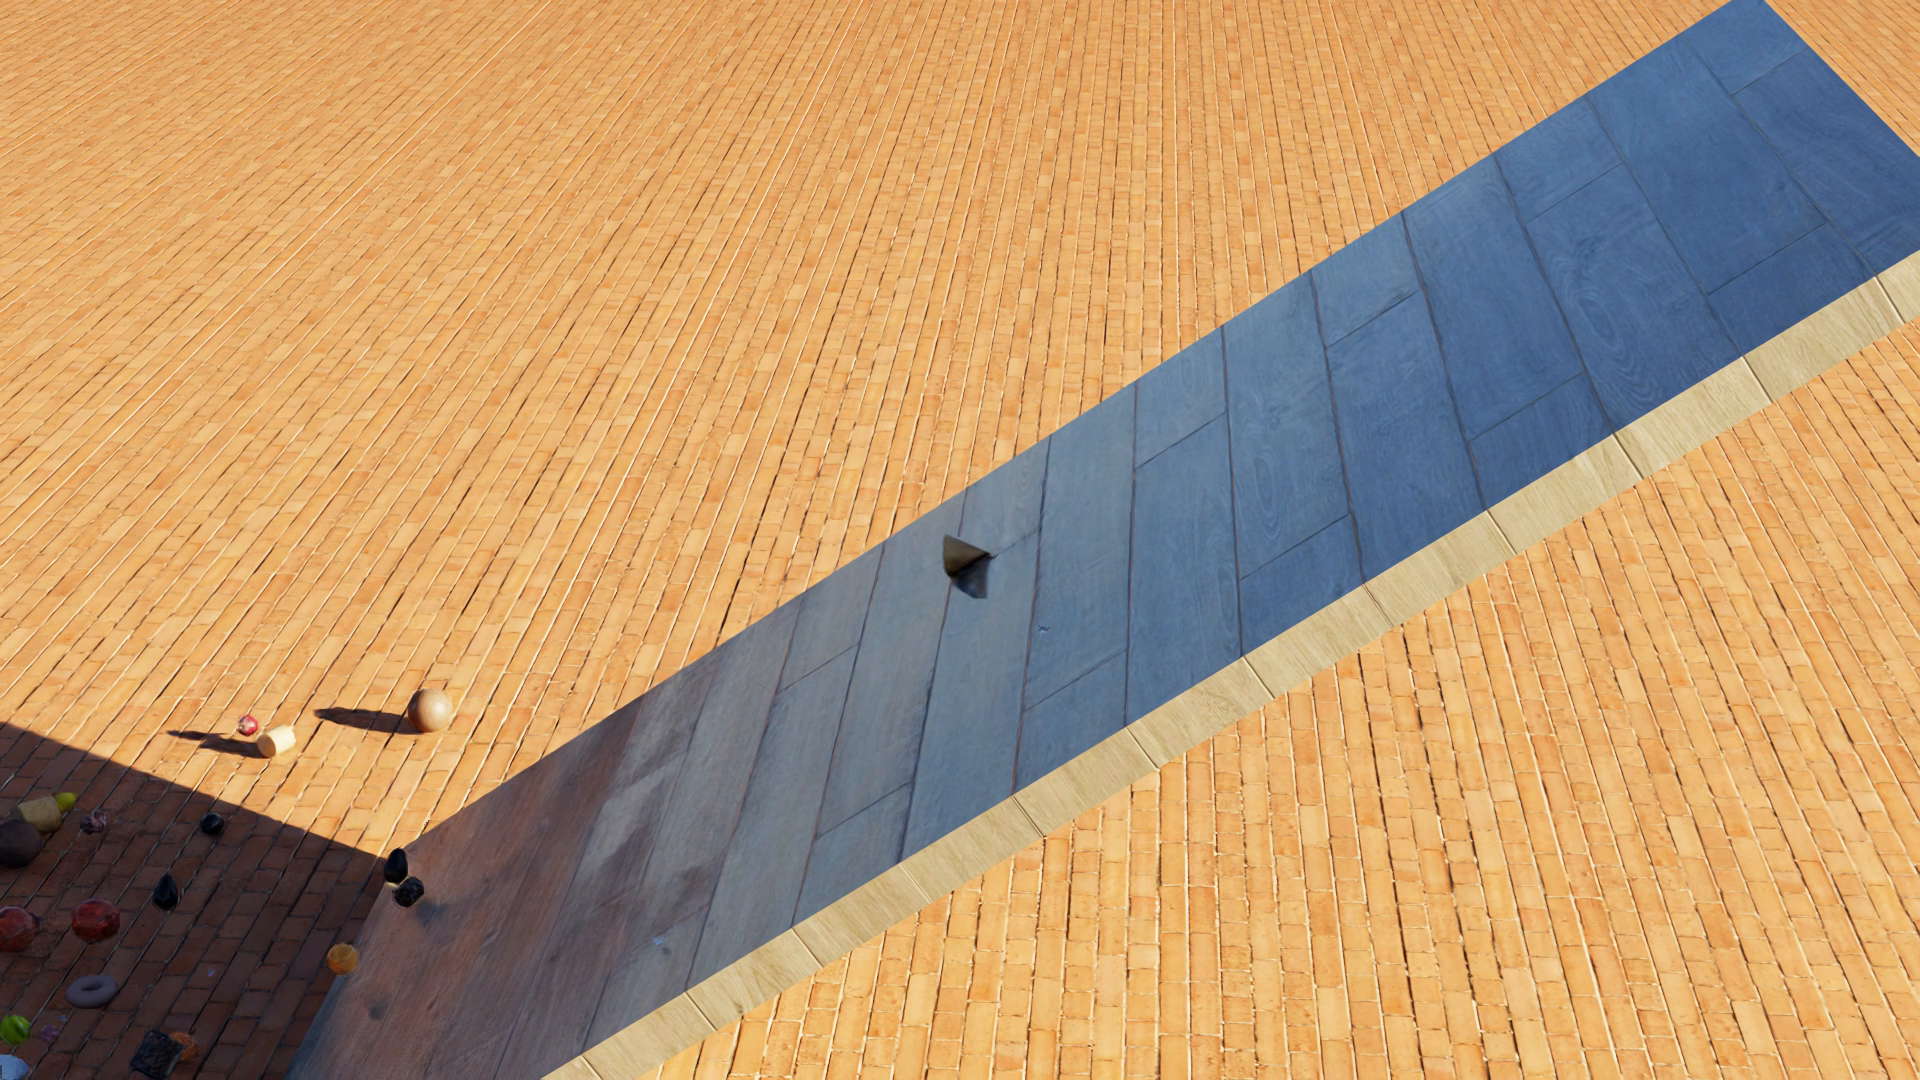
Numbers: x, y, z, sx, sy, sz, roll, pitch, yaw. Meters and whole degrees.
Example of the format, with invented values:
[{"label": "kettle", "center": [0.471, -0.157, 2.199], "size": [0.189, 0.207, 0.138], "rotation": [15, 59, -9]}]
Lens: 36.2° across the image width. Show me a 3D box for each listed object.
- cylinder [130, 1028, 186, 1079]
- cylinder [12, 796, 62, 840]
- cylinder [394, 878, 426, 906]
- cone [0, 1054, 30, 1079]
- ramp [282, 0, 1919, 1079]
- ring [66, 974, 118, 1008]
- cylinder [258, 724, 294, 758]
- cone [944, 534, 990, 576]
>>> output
[{"label": "cylinder", "center": [-1.851, 1.189, 6.781], "size": [0.091, 0.091, 0.091], "rotation": [27, -10, 5]}, {"label": "cylinder", "center": [-2.497, 0.751, 7.958], "size": [0.098, 0.098, 0.098], "rotation": [-16, 26, -34]}, {"label": "cylinder", "center": [-1.347, 0.862, 7.192], "size": [0.054, 0.054, 0.054], "rotation": [12, 17, 29]}, {"label": "cone", "center": [-2.203, 1.251, 6.759], "size": [0.100, 0.100, 0.100], "rotation": [2, 48, 6]}, {"label": "ramp", "center": [0.136, 0.174, 6.306], "size": [4.000, 0.100, 2.000], "rotation": [-32, 16, 15]}, {"label": "ring", "center": [-2.112, 1.097, 7.157], "size": [0.122, 0.041, 0.122], "rotation": [-2, 20, 1]}, {"label": "cylinder", "center": [-1.960, 0.577, 8.431], "size": [0.074, 0.074, 0.074], "rotation": [13, 25, 30]}, {"label": "cone", "center": [0.021, 0.033, 6.699], "size": [0.098, 0.098, 0.098], "rotation": [-4, 20, 12]}]
